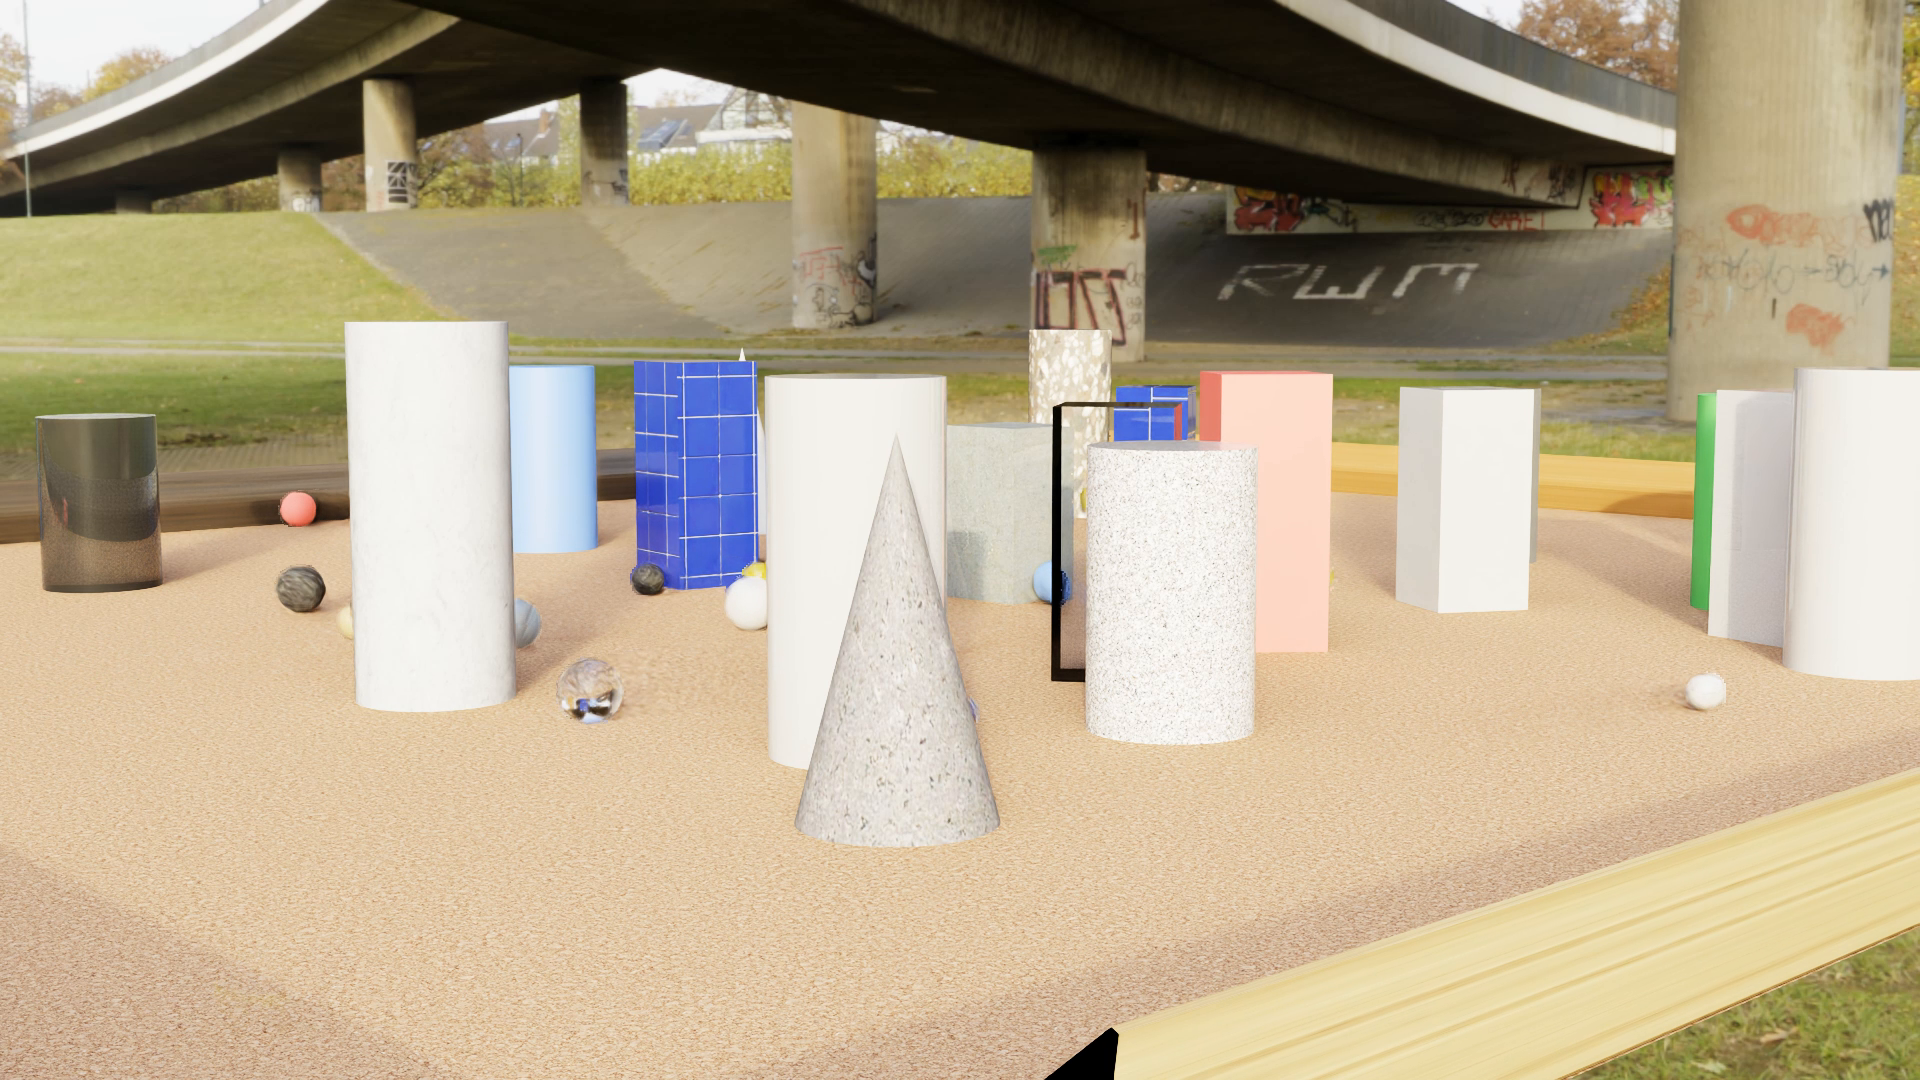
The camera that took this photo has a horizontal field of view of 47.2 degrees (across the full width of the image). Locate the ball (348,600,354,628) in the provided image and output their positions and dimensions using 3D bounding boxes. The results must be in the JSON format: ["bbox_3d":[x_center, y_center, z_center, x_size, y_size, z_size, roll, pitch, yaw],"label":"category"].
[{"bbox_3d":[-0.753,0.094,2.874,0.088,0.088,0.088,0,6,0],"label":"ball"}]

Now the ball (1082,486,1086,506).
[{"bbox_3d":[0.300,-0.090,4.585,0.089,0.089,0.089,0,6,0],"label":"ball"}]

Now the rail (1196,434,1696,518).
[{"bbox_3d":[1.419,-0.110,4.634,0.045,0.116,3.538,-6,8,-42],"label":"rail"}]

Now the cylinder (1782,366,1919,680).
[{"bbox_3d":[1.104,-0.025,2.679,0.178,0.367,0.178,0,6,0],"label":"cylinder"}]

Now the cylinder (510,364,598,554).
[{"bbox_3d":[-0.754,-0.151,4.015,0.178,0.332,0.178,0,6,0],"label":"cylinder"}]

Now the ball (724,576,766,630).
[{"bbox_3d":[-0.286,0.087,3.008,0.074,0.074,0.074,0,6,0],"label":"ball"}]

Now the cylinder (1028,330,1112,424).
[{"bbox_3d":[0.235,-0.254,4.705,0.178,0.390,0.178,0,6,0],"label":"cylinder"}]

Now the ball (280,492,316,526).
[{"bbox_3d":[-1.326,-0.062,4.410,0.070,0.070,0.070,0,6,0],"label":"ball"}]

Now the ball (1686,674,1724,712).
[{"bbox_3d":[0.818,0.167,2.414,0.041,0.041,0.041,0,6,0],"label":"ball"}]

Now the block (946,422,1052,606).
[{"bbox_3d":[0.078,-0.044,3.350,0.142,0.261,0.142,6,9,44],"label":"block"}]

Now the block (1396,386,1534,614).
[{"bbox_3d":[0.743,-0.063,3.246,0.142,0.321,0.142,-2,6,-14],"label":"block"}]

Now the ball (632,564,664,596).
[{"bbox_3d":[-0.477,0.060,3.371,0.050,0.050,0.050,0,6,0],"label":"ball"}]

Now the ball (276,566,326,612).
[{"bbox_3d":[-0.954,0.071,3.183,0.068,0.068,0.068,0,6,0],"label":"ball"}]

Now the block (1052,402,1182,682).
[{"bbox_3d":[0.190,0.000,2.645,0.142,0.325,0.142,1,6,9],"label":"block"}]

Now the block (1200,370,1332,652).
[{"bbox_3d":[0.396,-0.040,2.873,0.142,0.356,0.142,-1,6,-5],"label":"block"}]

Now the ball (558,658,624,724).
[{"bbox_3d":[-0.393,0.161,2.340,0.069,0.069,0.069,0,6,0],"label":"ball"}]

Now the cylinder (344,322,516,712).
[{"bbox_3d":[-0.595,-0.032,2.475,0.178,0.425,0.178,0,6,0],"label":"cylinder"}]

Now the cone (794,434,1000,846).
[{"bbox_3d":[-0.054,0.075,1.880,0.178,0.337,0.178,0,6,0],"label":"cone"}]

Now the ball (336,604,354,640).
[{"bbox_3d":[-0.805,0.109,2.929,0.048,0.048,0.048,0,6,0],"label":"ball"}]

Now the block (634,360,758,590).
[{"bbox_3d":[-0.421,-0.108,3.513,0.142,0.354,0.142,-4,8,-36],"label":"block"}]

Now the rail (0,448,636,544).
[{"bbox_3d":[-1.183,-0.107,4.608,3.908,0.116,0.045,-6,8,-42],"label":"rail"}]

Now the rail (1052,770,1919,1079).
[{"bbox_3d":[1.183,0.167,2.057,3.908,0.116,0.045,-6,8,-42],"label":"rail"}]

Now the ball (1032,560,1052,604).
[{"bbox_3d":[0.141,0.063,3.277,0.064,0.064,0.064,0,6,0],"label":"ball"}]

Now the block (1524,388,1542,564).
[{"bbox_3d":[0.896,-0.110,3.784,0.142,0.300,0.142,6,8,42],"label":"block"}]

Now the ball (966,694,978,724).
[{"bbox_3d":[-0.003,0.180,2.284,0.043,0.043,0.043,0,6,0],"label":"ball"}]

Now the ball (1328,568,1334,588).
[{"bbox_3d":[0.557,0.057,3.413,0.047,0.047,0.047,0,6,0],"label":"ball"}]

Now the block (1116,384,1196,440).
[{"bbox_3d":[0.395,-0.170,4.435,0.142,0.280,0.142,1,6,13],"label":"block"}]

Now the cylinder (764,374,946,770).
[{"bbox_3d":[-0.101,0.026,2.167,0.178,0.374,0.178,0,6,0],"label":"cylinder"}]

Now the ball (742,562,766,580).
[{"bbox_3d":[-0.308,0.059,3.378,0.051,0.051,0.051,0,6,0],"label":"ball"}]

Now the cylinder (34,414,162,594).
[{"bbox_3d":[-1.358,-0.061,3.471,0.178,0.269,0.178,0,6,0],"label":"cylinder"}]

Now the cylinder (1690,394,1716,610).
[{"bbox_3d":[1.170,-0.056,3.227,0.178,0.312,0.178,0,6,0],"label":"cylinder"}]

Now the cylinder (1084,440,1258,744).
[{"bbox_3d":[0.221,0.050,2.302,0.178,0.298,0.178,0,6,0],"label":"cylinder"}]

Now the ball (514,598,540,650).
[{"bbox_3d":[-0.576,0.109,2.839,0.067,0.067,0.067,0,6,0],"label":"ball"}]

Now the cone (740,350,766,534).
[{"bbox_3d":[-0.426,-0.198,4.322,0.178,0.360,0.178,0,6,0],"label":"cone"}]

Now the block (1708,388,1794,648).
[{"bbox_3d":[1.107,-0.033,2.923,0.142,0.330,0.142,-3,7,-28],"label":"block"}]
